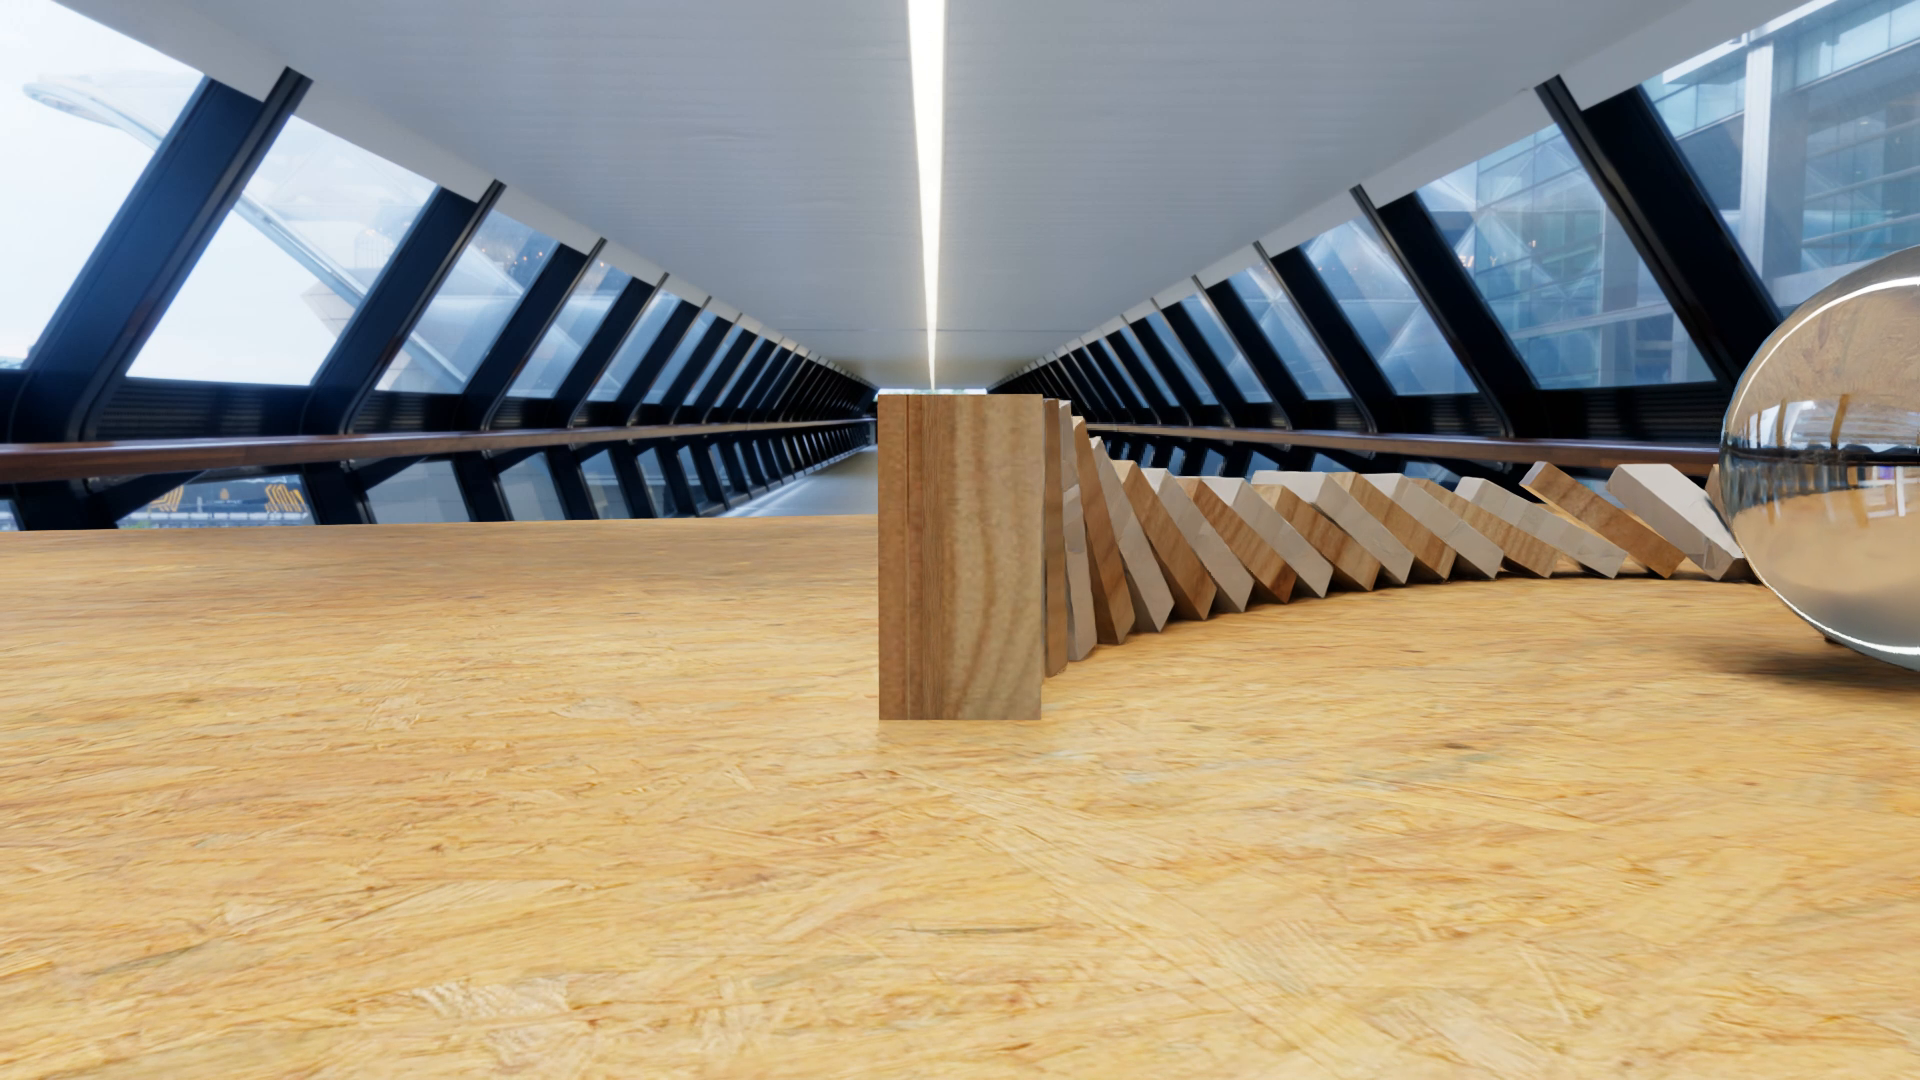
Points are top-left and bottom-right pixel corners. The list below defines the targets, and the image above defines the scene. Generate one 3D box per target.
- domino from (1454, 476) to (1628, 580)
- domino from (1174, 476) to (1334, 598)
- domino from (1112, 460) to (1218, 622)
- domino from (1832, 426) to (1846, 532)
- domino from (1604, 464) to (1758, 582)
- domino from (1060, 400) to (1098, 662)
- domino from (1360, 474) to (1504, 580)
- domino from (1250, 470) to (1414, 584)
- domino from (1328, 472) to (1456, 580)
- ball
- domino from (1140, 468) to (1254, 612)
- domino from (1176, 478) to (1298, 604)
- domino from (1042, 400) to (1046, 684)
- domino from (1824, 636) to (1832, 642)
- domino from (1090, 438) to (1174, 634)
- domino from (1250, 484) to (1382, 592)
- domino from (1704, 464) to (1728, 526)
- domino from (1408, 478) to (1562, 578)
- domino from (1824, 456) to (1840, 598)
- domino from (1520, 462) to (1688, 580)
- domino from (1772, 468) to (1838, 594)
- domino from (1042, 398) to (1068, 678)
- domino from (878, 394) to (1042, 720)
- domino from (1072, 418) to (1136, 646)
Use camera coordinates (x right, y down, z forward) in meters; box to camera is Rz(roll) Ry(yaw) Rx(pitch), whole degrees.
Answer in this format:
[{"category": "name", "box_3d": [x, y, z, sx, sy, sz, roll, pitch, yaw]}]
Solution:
[{"category": "domino", "box_3d": [0.187, -0.004, 0.417, 0.050, 0.009, 0.025, 28, 7, 4]}, {"category": "domino", "box_3d": [0.078, -0.001, 0.348, 0.025, 0.010, 0.050, 5, -25, 48]}, {"category": "domino", "box_3d": [0.039, 0.000, 0.302, 0.025, 0.009, 0.050, 4, -34, 39]}, {"category": "domino", "box_3d": [0.247, -0.006, 0.339, 0.025, 0.050, 0.010, 3, -27, 37]}, {"category": "domino", "box_3d": [0.237, -0.006, 0.415, 0.025, 0.009, 0.050, -2, 38, -24]}, {"category": "domino", "box_3d": [0.011, -0.002, 0.252, 0.025, 0.050, 0.009, 2, 22, 28]}, {"category": "domino", "box_3d": [0.142, -0.004, 0.399, 0.050, 0.009, 0.025, 31, -11, -24]}, {"category": "domino", "box_3d": [0.109, -0.004, 0.376, 0.050, 0.009, 0.025, 34, -17, -34]}, {"category": "domino", "box_3d": [0.124, -0.004, 0.389, 0.050, 0.010, 0.025, 32, -15, -27]}, {"category": "ball", "box_3d": [0.183, -0.015, 0.231, 0.080, 0.080, 0.080, 0, 4, 0]}, {"category": "domino", "box_3d": [0.050, 0.000, 0.317, 0.025, 0.010, 0.050, 4, -30, 43]}, {"category": "domino", "box_3d": [0.064, 0.000, 0.335, 0.025, 0.010, 0.050, 5, -25, 48]}, {"category": "domino", "box_3d": [0.002, 0.001, 0.225, 0.025, 0.050, 0.009, 1, 6, 13]}, {"category": "domino", "box_3d": [0.202, -0.002, 0.274, 0.025, 0.050, 0.009, 4, -27, 40]}, {"category": "domino", "box_3d": [0.027, -0.001, 0.285, 0.025, 0.050, 0.009, 3, 47, 38]}, {"category": "domino", "box_3d": [0.095, -0.001, 0.365, 0.050, 0.009, 0.025, 31, -15, -34]}, {"category": "domino", "box_3d": [0.253, -0.005, 0.396, 0.025, 0.009, 0.050, 0, 38, 6]}, {"category": "domino", "box_3d": [0.164, -0.004, 0.414, 0.050, 0.009, 0.025, 27, 2, -6]}, {"category": "domino", "box_3d": [0.255, -0.006, 0.352, 0.025, 0.050, 0.010, 4, -37, 37]}, {"category": "domino", "box_3d": [0.208, -0.007, 0.417, 0.050, 0.009, 0.025, 37, 13, 11]}, {"category": "domino", "box_3d": [0.256, -0.003, 0.374, 0.025, 0.010, 0.050, 2, 37, 23]}, {"category": "domino", "box_3d": [0.006, -0.001, 0.239, 0.025, 0.050, 0.009, 2, 11, 25]}, {"category": "domino", "box_3d": [0.000, 0.002, 0.201, 0.025, 0.050, 0.009, 0, 4, 0]}, {"category": "domino", "box_3d": [0.018, -0.001, 0.268, 0.025, 0.050, 0.009, 3, 36, 32]}]
